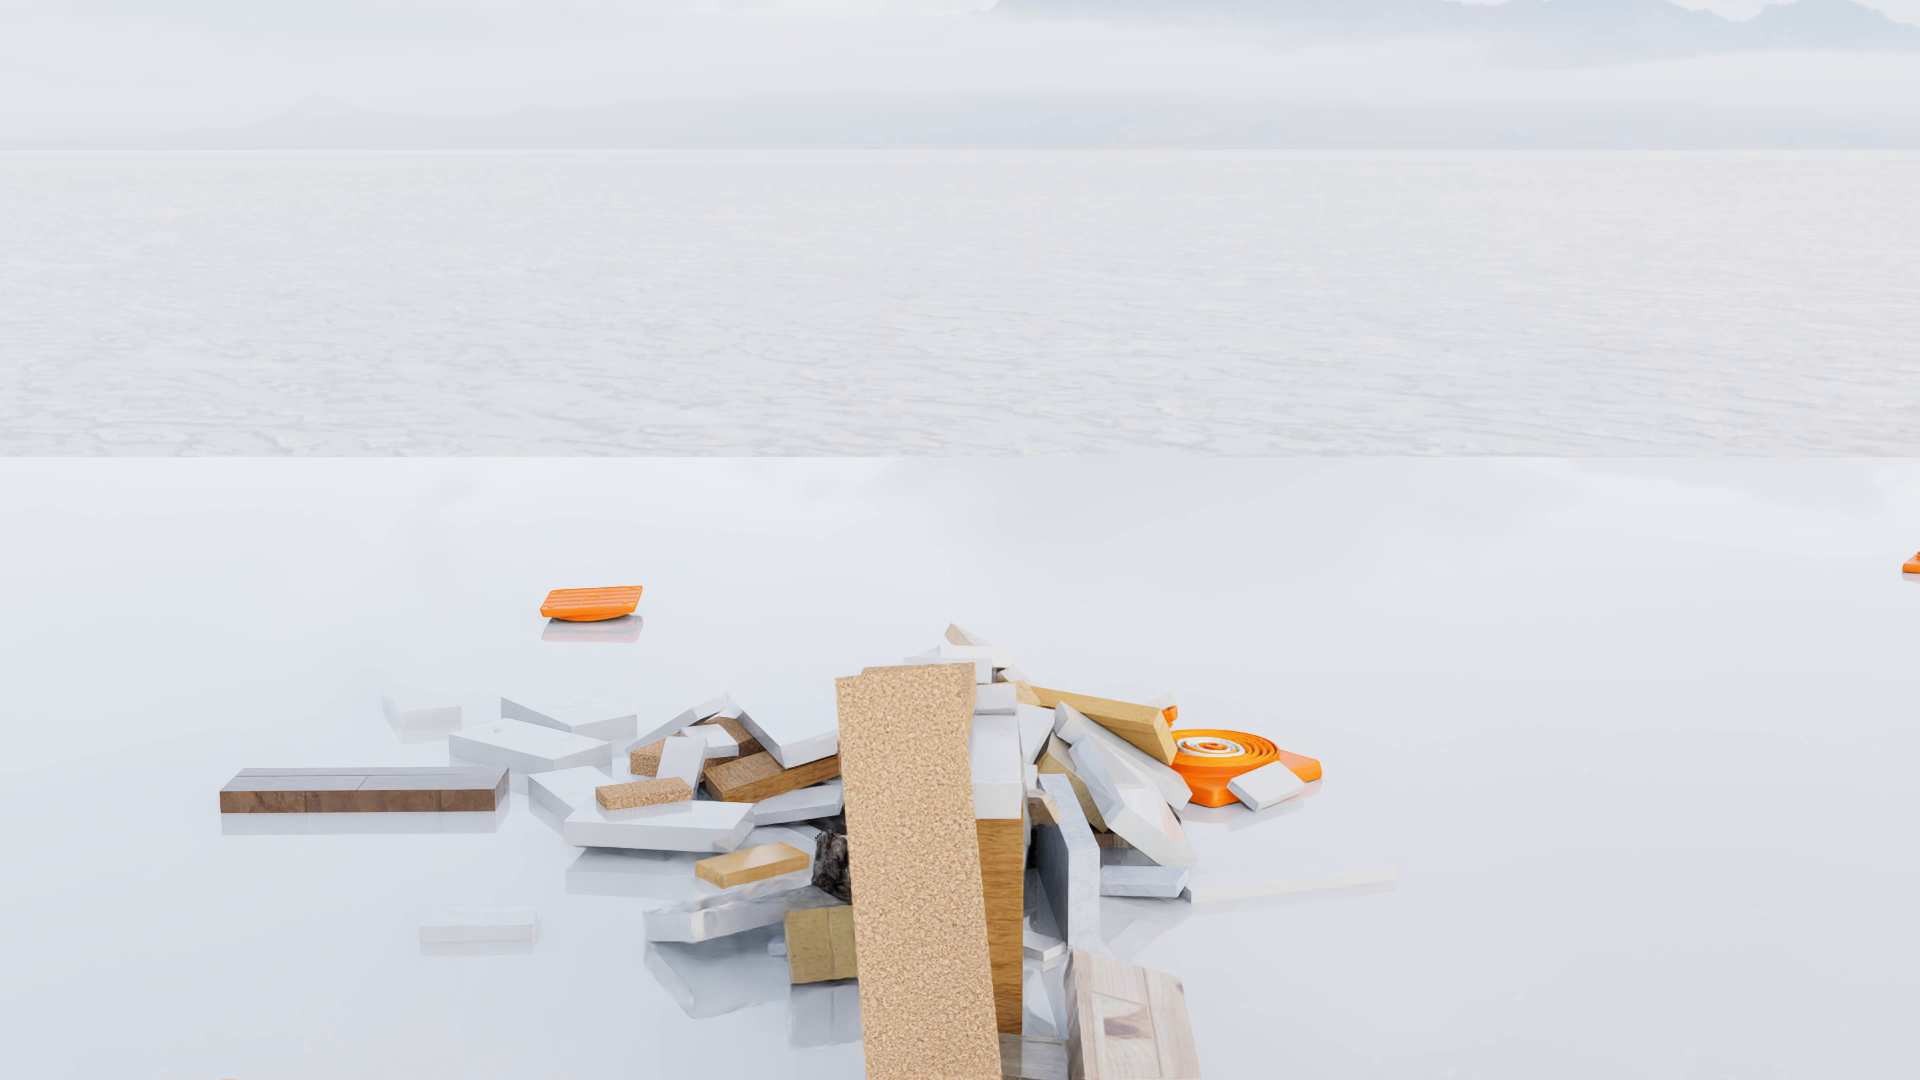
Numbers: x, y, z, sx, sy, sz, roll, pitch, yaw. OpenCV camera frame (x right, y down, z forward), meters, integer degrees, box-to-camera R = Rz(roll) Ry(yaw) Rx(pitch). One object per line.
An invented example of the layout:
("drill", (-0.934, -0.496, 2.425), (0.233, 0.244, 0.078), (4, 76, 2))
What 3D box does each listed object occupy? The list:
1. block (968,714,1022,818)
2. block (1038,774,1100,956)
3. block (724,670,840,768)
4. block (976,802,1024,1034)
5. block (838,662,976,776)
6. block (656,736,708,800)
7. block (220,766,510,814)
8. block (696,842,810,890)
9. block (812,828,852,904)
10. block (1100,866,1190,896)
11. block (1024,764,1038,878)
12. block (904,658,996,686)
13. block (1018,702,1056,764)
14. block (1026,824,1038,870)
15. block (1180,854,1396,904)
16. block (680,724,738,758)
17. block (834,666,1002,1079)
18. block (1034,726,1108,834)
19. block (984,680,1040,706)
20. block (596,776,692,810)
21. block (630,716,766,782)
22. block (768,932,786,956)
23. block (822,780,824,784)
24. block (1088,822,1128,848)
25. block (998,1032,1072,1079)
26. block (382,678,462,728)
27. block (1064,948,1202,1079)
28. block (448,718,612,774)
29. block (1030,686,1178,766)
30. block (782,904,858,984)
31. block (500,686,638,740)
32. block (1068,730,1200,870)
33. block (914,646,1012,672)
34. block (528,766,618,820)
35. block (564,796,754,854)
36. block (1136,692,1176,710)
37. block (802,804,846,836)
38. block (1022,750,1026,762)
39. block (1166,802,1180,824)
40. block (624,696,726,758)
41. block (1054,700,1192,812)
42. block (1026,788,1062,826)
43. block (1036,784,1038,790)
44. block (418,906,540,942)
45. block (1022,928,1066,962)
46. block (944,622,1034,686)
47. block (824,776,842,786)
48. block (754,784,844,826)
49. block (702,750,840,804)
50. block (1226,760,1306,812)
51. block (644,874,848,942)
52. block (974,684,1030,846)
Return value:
("block", (-0.004, 0.315, 3.100), (0.175, 0.049, 0.349), (0, 11, 0))
("block", (0.174, 0.520, 3.579), (0.048, 0.170, 0.405), (-1, 11, -5))
("block", (-0.332, 0.346, 4.311), (0.156, 0.044, 0.556), (-16, 11, -14))
("block", (-0.001, 0.531, 3.029), (0.175, 0.349, 0.049), (0, 10, 0))
("block", (-0.070, 0.250, 3.122), (0.167, 0.047, 0.335), (-3, 14, 4))
("block", (-0.529, 0.442, 4.141), (0.078, 0.022, 0.157), (2, 51, 10))
("block", (-1.126, 0.474, 4.178), (0.510, 0.043, 0.152), (0, 11, -1))
("block", (-0.356, 0.558, 3.776), (0.176, 0.025, 0.088), (-8, 13, -37))
("block", (-0.130, 0.544, 3.435), (0.212, 0.030, 0.106), (32, 27, -16))
("block", (0.300, 0.568, 3.664), (0.149, 0.021, 0.075), (-3, 14, 23))
("block", (0.054, 0.499, 3.514), (0.106, 0.030, 0.483), (1, 26, 6))
("block", (-0.017, 0.276, 4.470), (0.173, 0.049, 0.346), (0, -7, 3))
("block", (0.091, 0.359, 3.903), (0.100, 0.028, 0.201), (12, 33, 15))
("block", (0.119, 0.530, 3.794), (0.143, 0.072, 0.020), (-7, 12, -32))
("block", (0.549, 0.571, 3.711), (0.378, 0.021, 0.075), (-3, 11, -18))
("block", (-0.488, 0.391, 4.276), (0.078, 0.022, 0.157), (-4, 11, -20))
("block", (-0.056, 0.447, 2.841), (0.167, 0.577, 0.047), (-6, -24, -1))
("block", (0.217, 0.428, 4.035), (0.170, 0.048, 0.339), (40, 7, 0))
("block", (-0.027, 0.315, 4.144), (0.342, 0.028, 0.099), (-6, 21, -15))
("block", (-0.570, 0.456, 3.962), (0.157, 0.022, 0.078), (-5, 12, -24))
("block", (-0.498, 0.412, 4.341), (0.152, 0.043, 0.303), (5, 12, 27))
("block", (-0.231, 0.619, 3.401), (0.120, 0.017, 0.060), (-9, 7, 18))
("block", (-0.222, 0.436, 4.258), (0.214, 0.030, 0.107), (9, 28, 37))
("block", (0.135, 0.528, 3.934), (0.317, 0.025, 0.088), (-1, 11, -6))
("block", (0.096, 0.707, 2.934), (0.268, 0.038, 0.134), (3, 11, 14))
("block", (-1.181, 0.357, 4.823), (0.129, 0.036, 0.257), (-4, 11, -22))
("block", (0.226, 0.691, 2.803), (0.160, 0.045, 0.638), (15, 13, -3))
("block", (-0.871, 0.422, 4.451), (0.311, 0.044, 0.156), (8, 13, 37))
("block", (0.269, 0.356, 4.214), (0.275, 0.137, 0.039), (8, 54, 29))
("block", (-0.154, 0.602, 3.306), (0.212, 0.106, 0.030), (-3, -10, -17))
("block", (-0.839, 0.375, 4.706), (0.156, 0.044, 0.311), (-8, 13, -38))
("block", (0.302, 0.462, 3.867), (0.170, 0.048, 0.339), (37, 8, -17))
("block", (-0.005, 0.267, 4.750), (0.153, 0.043, 0.307), (2, -9, -14))
("block", (-0.709, 0.483, 4.145), (0.129, 0.036, 0.257), (-6, 12, -30))
("block", (-0.531, 0.502, 3.893), (0.303, 0.043, 0.152), (2, 11, 9))
("block", (0.329, 0.349, 4.371), (0.186, 0.026, 0.093), (-20, -2, -13))
("block", (-0.240, 0.505, 4.056), (0.089, 0.025, 0.178), (-8, 13, -35))
("block", (0.053, 0.397, 3.778), (0.072, 0.020, 0.143), (11, 28, 22))
("block", (0.344, 0.504, 4.061), (0.093, 0.026, 0.186), (-1, 11, -5))
("block", (-0.574, 0.381, 4.438), (0.199, 0.028, 0.099), (-31, -6, 29))
("block", (0.300, 0.403, 4.112), (0.274, 0.039, 0.137), (32, 6, -8))
("block", (0.103, 0.425, 3.519), (0.120, 0.060, 0.017), (-1, 38, 44))
("block", (0.125, 0.429, 4.044), (0.100, 0.028, 0.259), (47, -2, 14))
("block", (-0.763, 0.609, 3.497), (0.175, 0.025, 0.088), (-1, 11, -3))
("block", (0.104, 0.628, 3.423), (0.112, 0.016, 0.056), (9, 14, 40))
("block", (0.106, 0.312, 4.900), (0.129, 0.036, 0.780), (29, 3, -16))
("block", (-0.222, 0.432, 4.192), (0.089, 0.025, 0.178), (-14, 22, -13))
("block", (-0.298, 0.486, 4.038), (0.167, 0.024, 0.083), (-9, 19, 9))
("block", (-0.287, 0.417, 4.149), (0.372, 0.039, 0.137), (-16, 17, -18))
("block", (0.582, 0.467, 4.175), (0.149, 0.021, 0.075), (-14, 43, -44))
("block", (-0.320, 0.580, 3.483), (0.319, 0.045, 0.160), (-7, -3, -35))
("block", (0.014, 0.354, 3.395), (0.167, 0.335, 0.047), (-3, 45, 4))
